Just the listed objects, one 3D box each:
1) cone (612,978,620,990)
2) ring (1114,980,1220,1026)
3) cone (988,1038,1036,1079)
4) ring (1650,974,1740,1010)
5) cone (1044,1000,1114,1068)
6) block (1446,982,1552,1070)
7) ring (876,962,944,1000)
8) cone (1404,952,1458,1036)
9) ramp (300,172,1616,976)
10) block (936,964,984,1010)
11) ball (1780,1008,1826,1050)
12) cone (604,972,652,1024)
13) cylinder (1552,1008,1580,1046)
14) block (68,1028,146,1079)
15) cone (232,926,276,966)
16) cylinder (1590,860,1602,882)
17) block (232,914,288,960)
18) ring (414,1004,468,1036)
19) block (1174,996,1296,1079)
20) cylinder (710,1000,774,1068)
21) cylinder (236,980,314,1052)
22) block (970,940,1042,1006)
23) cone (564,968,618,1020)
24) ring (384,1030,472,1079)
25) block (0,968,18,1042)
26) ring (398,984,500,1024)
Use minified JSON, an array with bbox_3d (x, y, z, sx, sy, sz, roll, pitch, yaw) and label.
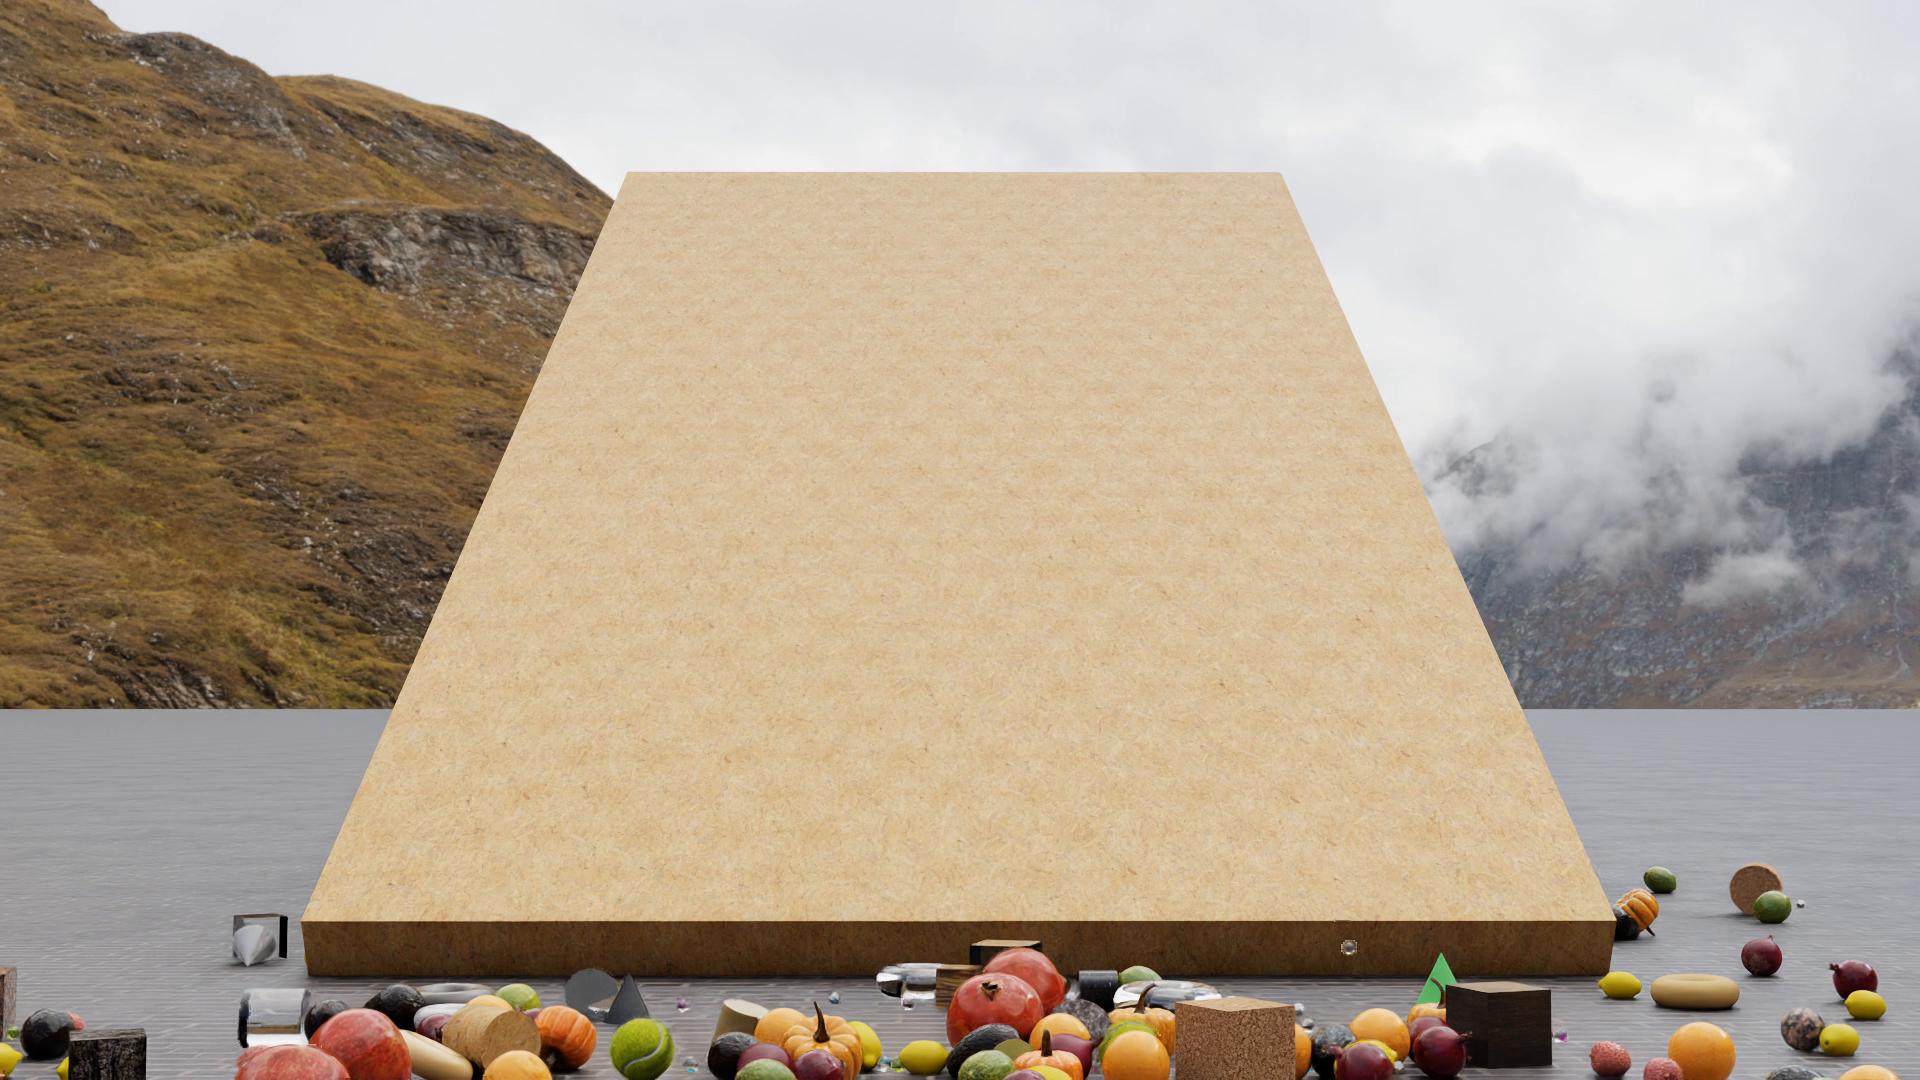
[{"bbox_3d":[-0.497,0.628,3.198,0.056,0.056,0.056,2,-31,-27],"label":"cone"},{"bbox_3d":[0.275,0.610,3.092,0.145,0.048,0.145,1,-5,0],"label":"ring"},{"bbox_3d":[0.065,0.586,2.589,0.055,0.055,0.055,-1,-31,18],"label":"cone"},{"bbox_3d":[1.015,0.625,3.241,0.118,0.039,0.118,-1,-3,0],"label":"ring"},{"bbox_3d":[0.135,0.592,2.751,0.082,0.082,0.082,0,-31,-6],"label":"cone"},{"bbox_3d":[0.629,0.566,2.739,0.087,0.087,0.087,2,-4,-21],"label":"block"},{"bbox_3d":[-0.055,0.631,3.359,0.129,0.043,0.129,1,-5,0],"label":"ring"},{"bbox_3d":[0.616,0.577,3.000,0.099,0.099,0.099,0,-4,0],"label":"cone"},{"bbox_3d":[-0.009,-0.229,5.394,2.000,0.100,4.000,0,25,0],"label":"ramp"},{"bbox_3d":[0.000,0.616,3.231,0.055,0.055,0.055,-1,-4,13],"label":"block"},{"bbox_3d":[1.015,0.589,2.826,0.052,0.052,0.052,0,-4,0],"label":"ball"},{"bbox_3d":[-0.436,0.601,3.087,0.065,0.065,0.065,0,-4,0],"label":"cone"},{"bbox_3d":[0.738,0.605,2.894,0.050,0.050,0.050,-4,-9,-1],"label":"cylinder"},{"bbox_3d":[-0.887,0.551,2.437,0.074,0.074,0.074,2,-4,-21],"label":"block"},{"bbox_3d":[-1.134,0.664,3.751,0.069,0.069,0.069,1,23,-8],"label":"cone"},{"bbox_3d":[1.396,0.751,5.239,0.063,0.063,0.063,-2,7,25],"label":"cylinder"},{"bbox_3d":[-1.149,0.652,3.851,0.069,0.069,0.069,3,-5,-33],"label":"block"},{"bbox_3d":[-0.643,0.609,2.976,0.100,0.033,0.100,1,-5,0],"label":"ring"},{"bbox_3d":[0.298,0.549,2.542,0.092,0.092,0.092,3,-5,-32],"label":"block"},{"bbox_3d":[-0.252,0.569,2.708,0.059,0.059,0.059,17,2,-1],"label":"cylinder"},{"bbox_3d":[-0.830,0.581,2.845,0.072,0.072,0.072,-23,4,-19],"label":"cylinder"},{"bbox_3d":[0.065,0.606,3.284,0.082,0.082,0.082,-1,-4,17],"label":"block"},{"bbox_3d":[-0.499,0.620,3.136,0.072,0.072,0.072,1,-31,-19],"label":"cone"},{"bbox_3d":[-0.580,0.566,2.558,0.103,0.034,0.103,25,-11,5],"label":"ring"},{"bbox_3d":[-1.231,0.581,2.931,0.083,0.083,0.083,1,-4,-12],"label":"block"},{"bbox_3d":[-0.673,0.612,3.088,0.132,0.044,0.132,-1,-3,0],"label":"ring"}]
